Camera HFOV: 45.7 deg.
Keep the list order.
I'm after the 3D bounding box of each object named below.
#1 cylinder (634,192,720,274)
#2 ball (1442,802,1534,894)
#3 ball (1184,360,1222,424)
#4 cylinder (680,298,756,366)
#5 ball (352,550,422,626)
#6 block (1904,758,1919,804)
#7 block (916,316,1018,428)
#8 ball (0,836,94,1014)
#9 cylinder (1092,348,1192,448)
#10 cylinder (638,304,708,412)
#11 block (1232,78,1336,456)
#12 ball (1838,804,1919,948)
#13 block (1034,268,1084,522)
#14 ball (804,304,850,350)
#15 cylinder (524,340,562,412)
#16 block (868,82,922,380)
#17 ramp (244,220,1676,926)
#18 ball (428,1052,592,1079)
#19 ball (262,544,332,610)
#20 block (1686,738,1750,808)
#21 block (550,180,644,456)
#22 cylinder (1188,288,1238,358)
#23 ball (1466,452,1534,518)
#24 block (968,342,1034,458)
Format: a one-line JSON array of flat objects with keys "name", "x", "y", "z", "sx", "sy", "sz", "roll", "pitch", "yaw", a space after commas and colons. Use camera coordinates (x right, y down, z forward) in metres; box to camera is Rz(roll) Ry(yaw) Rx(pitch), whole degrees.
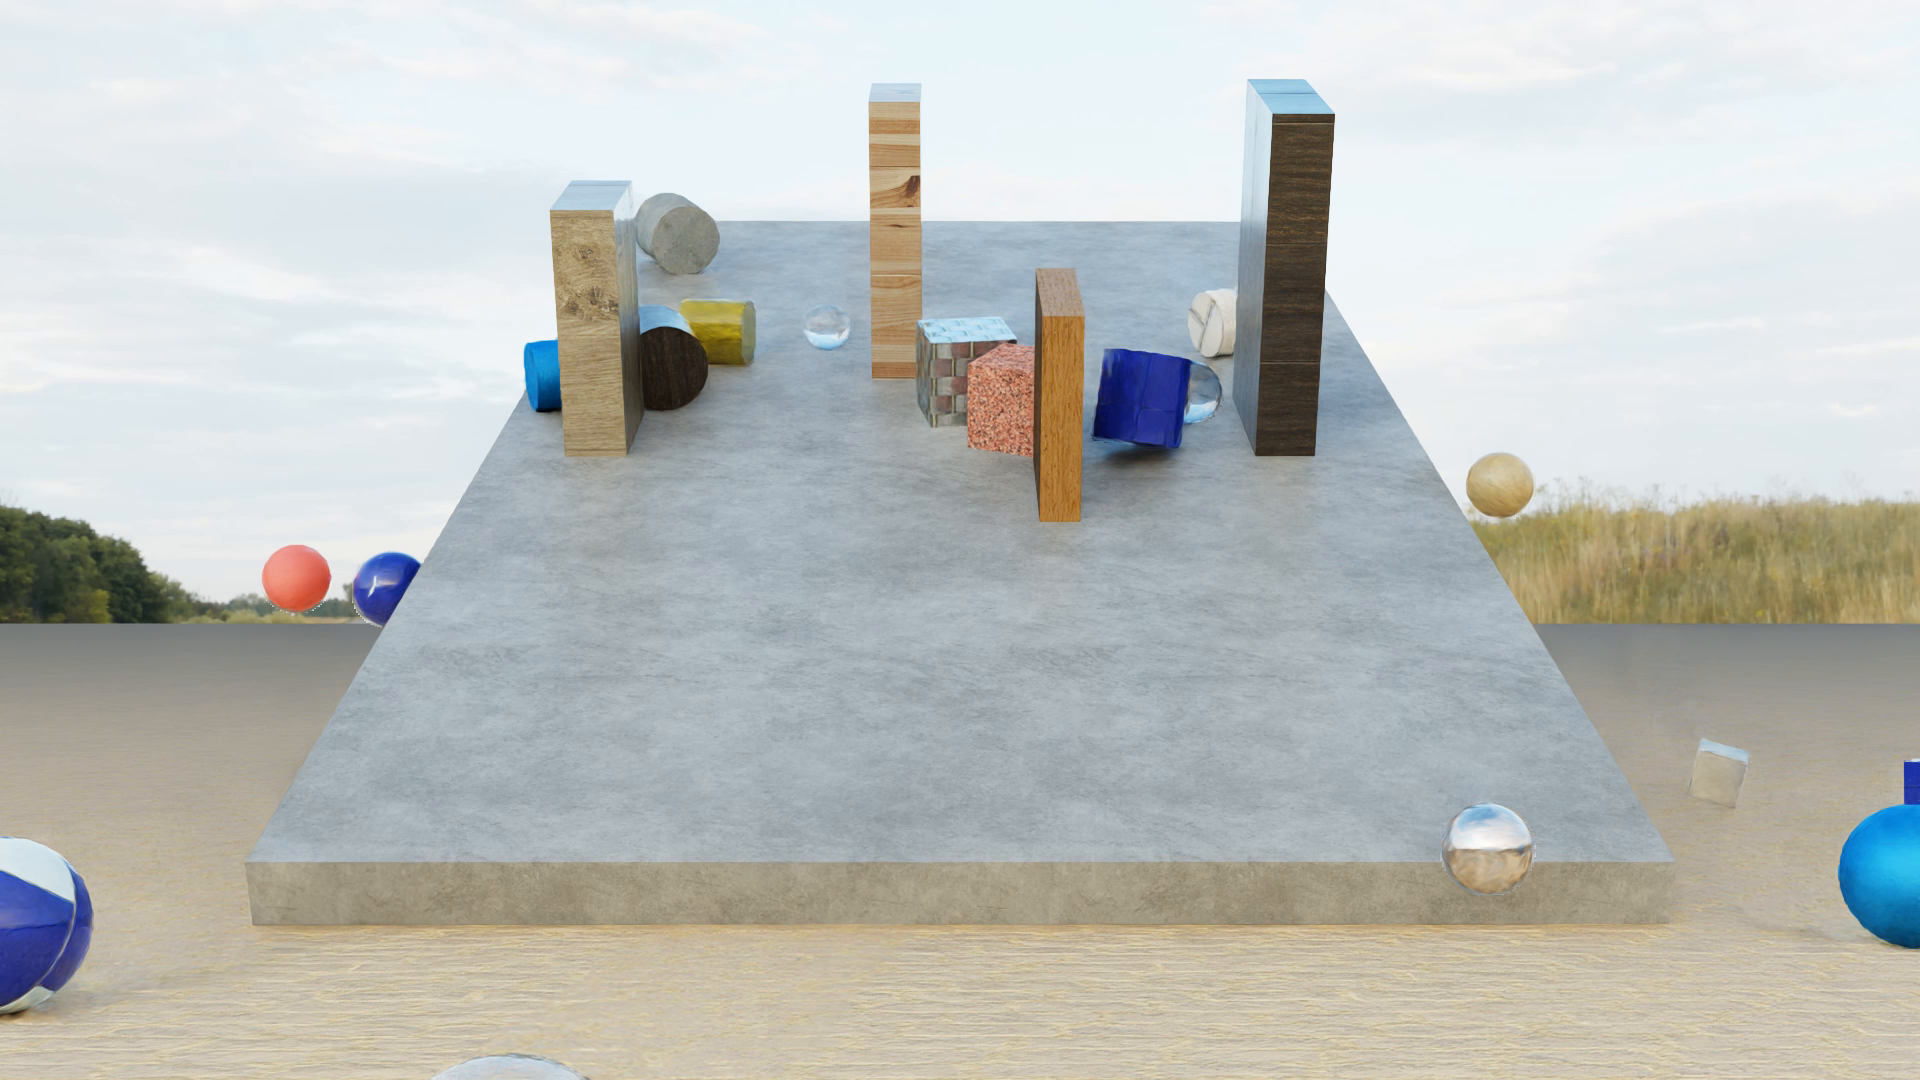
[{"name": "cylinder", "x": -0.791, "y": -0.854, "z": 6.344, "sx": 0.192, "sy": 0.192, "sz": 0.192, "roll": 1, "pitch": 19, "yaw": -25}, {"name": "ball", "x": 0.717, "y": 0.419, "z": 3.097, "sx": 0.122, "sy": 0.122, "sz": 0.122, "roll": 0, "pitch": -2, "yaw": 0}, {"name": "ball", "x": 0.507, "y": -0.327, "z": 5.030, "sx": 0.142, "sy": 0.142, "sz": 0.142, "roll": 0, "pitch": -2, "yaw": 0}, {"name": "cylinder", "x": -0.581, "y": -0.499, "z": 5.455, "sx": 0.156, "sy": 0.156, "sz": 0.156, "roll": 3, "pitch": -1, "yaw": 8}, {"name": "ball", "x": -1.238, "y": 0.107, "z": 4.971, "sx": 0.168, "sy": 0.168, "sz": 0.168, "roll": 0, "pitch": -2, "yaw": 0}, {"name": "block", "x": 1.949, "y": 0.509, "z": 4.466, "sx": 0.152, "sy": 0.152, "sz": 0.152, "roll": -1, "pitch": -2, "yaw": 36}, {"name": "block", "x": 0.013, "y": -0.377, "z": 5.088, "sx": 0.193, "sy": 0.193, "sz": 0.193, "roll": -4, "pitch": 21, "yaw": -10}, {"name": "ball", "x": -1.053, "y": 0.423, "z": 2.498, "sx": 0.193, "sy": 0.193, "sz": 0.193, "roll": 0, "pitch": -2, "yaw": 0}, {"name": "cylinder", "x": 0.385, "y": -0.298, "z": 4.813, "sx": 0.187, "sy": 0.187, "sz": 0.187, "roll": 8, "pitch": 1, "yaw": 0}, {"name": "cylinder", "x": -0.687, "y": -0.416, "z": 5.184, "sx": 0.197, "sy": 0.197, "sz": 0.197, "roll": 1, "pitch": 20, "yaw": -17}, {"name": "block", "x": 0.690, "y": -0.592, "z": 4.906, "sx": 0.127, "sy": 0.727, "sz": 0.420, "roll": 0, "pitch": 21, "yaw": 0}, {"name": "ball", "x": 1.255, "y": 0.442, "z": 2.995, "sx": 0.188, "sy": 0.188, "sz": 0.188, "roll": 0, "pitch": -2, "yaw": 0}, {"name": "block", "x": 0.196, "y": -0.296, "z": 4.564, "sx": 0.080, "sy": 0.415, "sz": 0.375, "roll": 0, "pitch": 21, "yaw": 0}, {"name": "ball", "x": -0.326, "y": -0.522, "z": 5.581, "sx": 0.114, "sy": 0.114, "sz": 0.114, "roll": 0, "pitch": -2, "yaw": 0}, {"name": "cylinder", "x": -0.890, "y": -0.376, "z": 5.133, "sx": 0.155, "sy": 0.155, "sz": 0.155, "roll": -8, "pitch": 1, "yaw": -21}, {"name": "block", "x": -0.149, "y": -0.727, "z": 5.365, "sx": 0.118, "sy": 0.652, "sz": 0.249, "roll": 0, "pitch": 21, "yaw": 0}, {"name": "ramp", "x": -0.006, "y": -0.213, "z": 5.069, "sx": 2.000, "sy": 0.100, "sz": 4.000, "roll": 0, "pitch": 21, "yaw": 0}, {"name": "ball", "x": -0.274, "y": 0.396, "z": 1.372, "sx": 0.170, "sy": 0.170, "sz": 0.170, "roll": 0, "pitch": -2, "yaw": 0}, {"name": "ball", "x": -1.468, "y": 0.083, "z": 5.040, "sx": 0.147, "sy": 0.147, "sz": 0.147, "roll": 0, "pitch": -2, "yaw": 0}, {"name": "block", "x": 1.744, "y": 0.535, "z": 5.242, "sx": 0.109, "sy": 0.109, "sz": 0.109, "roll": 16, "pitch": 13, "yaw": 18}, {"name": "block", "x": -0.772, "y": -0.476, "z": 4.871, "sx": 0.130, "sy": 0.530, "sz": 0.293, "roll": 0, "pitch": 21, "yaw": 0}, {"name": "cylinder", "x": 0.664, "y": -0.534, "z": 5.547, "sx": 0.158, "sy": 0.158, "sz": 0.158, "roll": -11, "pitch": 3, "yaw": -24}, {"name": "ball", "x": 1.078, "y": -0.110, "z": 4.548, "sx": 0.134, "sy": 0.134, "sz": 0.134, "roll": 0, "pitch": -2, "yaw": 0}, {"name": "block", "x": 0.140, "y": -0.300, "z": 4.896, "sx": 0.186, "sy": 0.186, "sz": 0.186, "roll": 10, "pitch": 23, "yaw": 24}]
